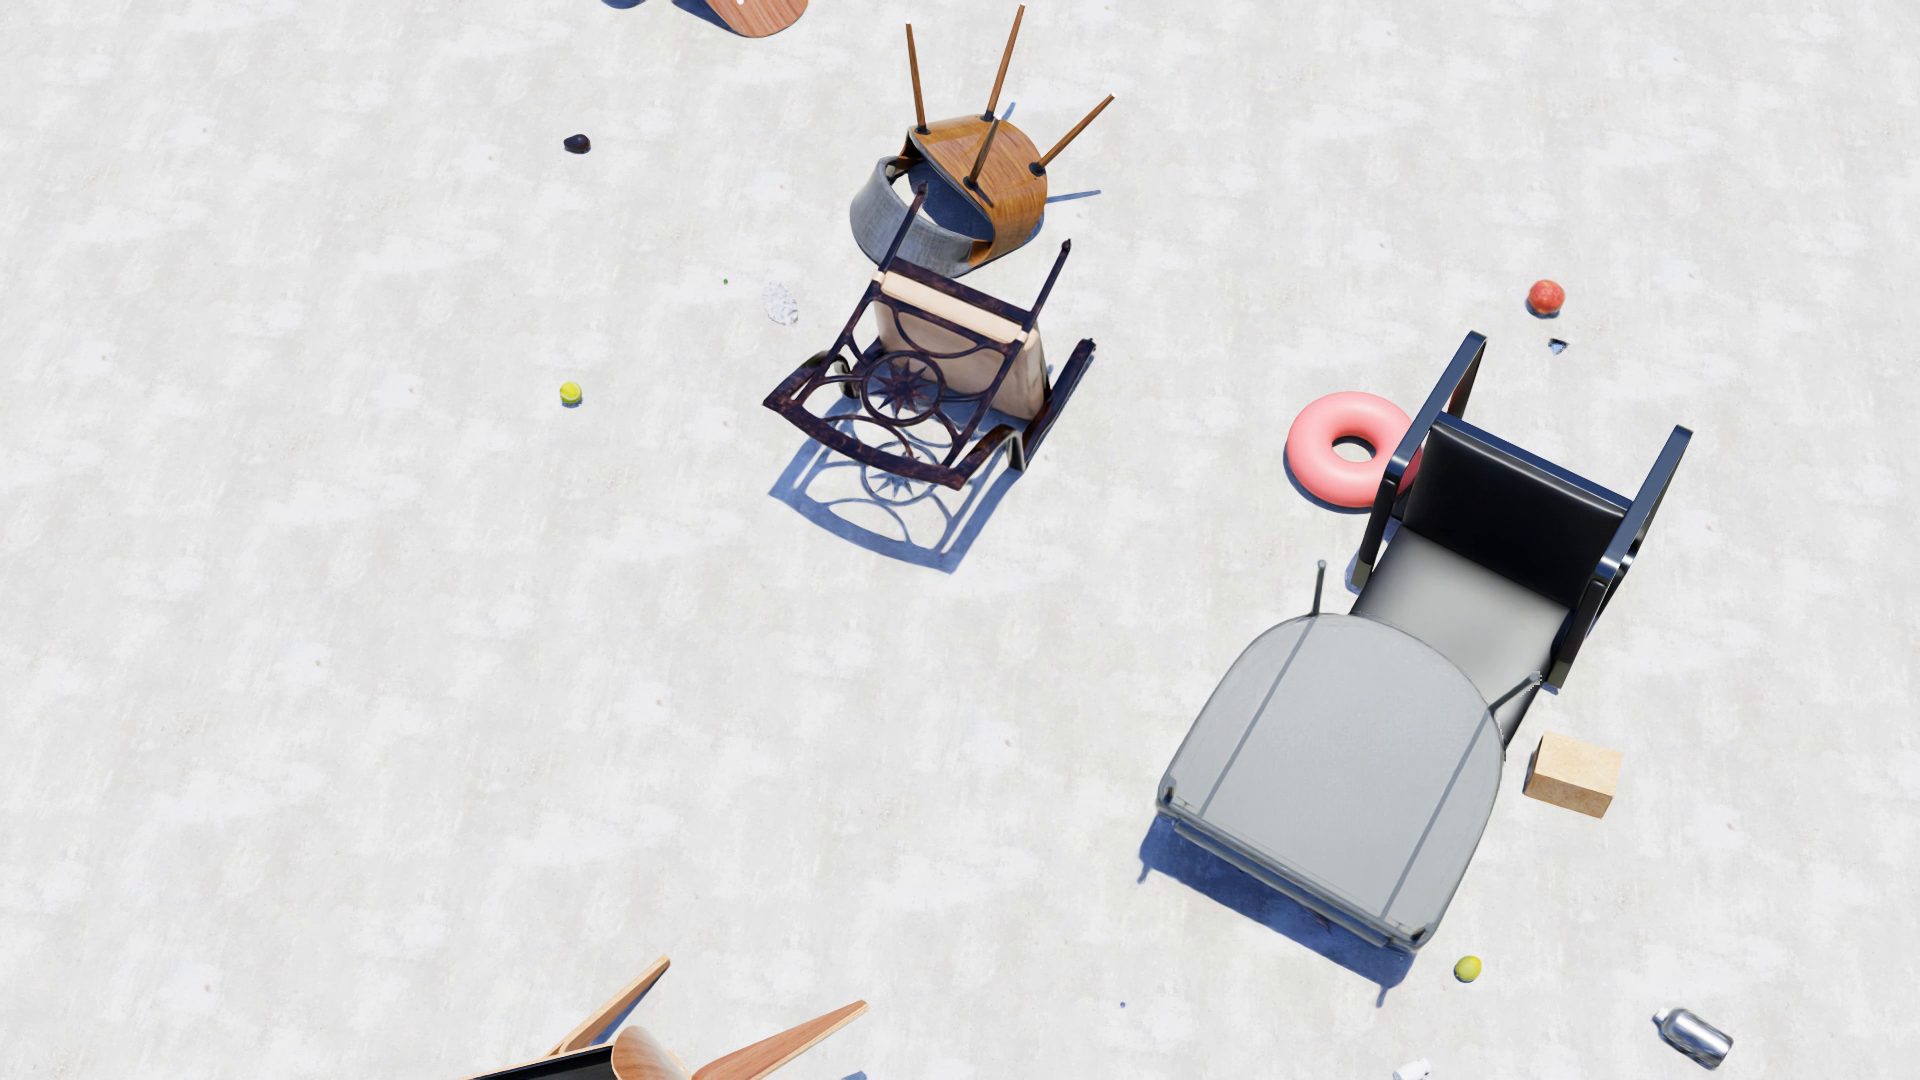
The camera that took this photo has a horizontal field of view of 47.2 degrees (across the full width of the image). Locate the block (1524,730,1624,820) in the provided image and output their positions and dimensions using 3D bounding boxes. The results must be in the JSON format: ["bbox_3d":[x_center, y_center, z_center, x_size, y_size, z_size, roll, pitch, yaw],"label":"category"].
[{"bbox_3d":[1.689,0.646,6.057,0.216,0.138,0.141,17,58,11],"label":"block"}]

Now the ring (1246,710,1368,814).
[{"bbox_3d":[0.947,0.605,5.987,0.419,0.314,0.122,-29,72,-31],"label":"ring"}]

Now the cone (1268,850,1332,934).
[{"bbox_3d":[0.936,0.960,5.883,0.119,0.176,0.224,-33,81,13],"label":"cone"}]

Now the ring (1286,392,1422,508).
[{"bbox_3d":[1.196,-0.277,6.676,0.413,0.142,0.399,-20,60,-14],"label":"ring"}]

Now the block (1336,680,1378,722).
[{"bbox_3d":[1.115,0.475,6.199,0.069,0.094,0.111,33,62,20],"label":"block"}]

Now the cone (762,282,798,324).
[{"bbox_3d":[-0.562,-0.763,7.058,0.108,0.070,0.149,-32,88,23],"label":"cone"}]
